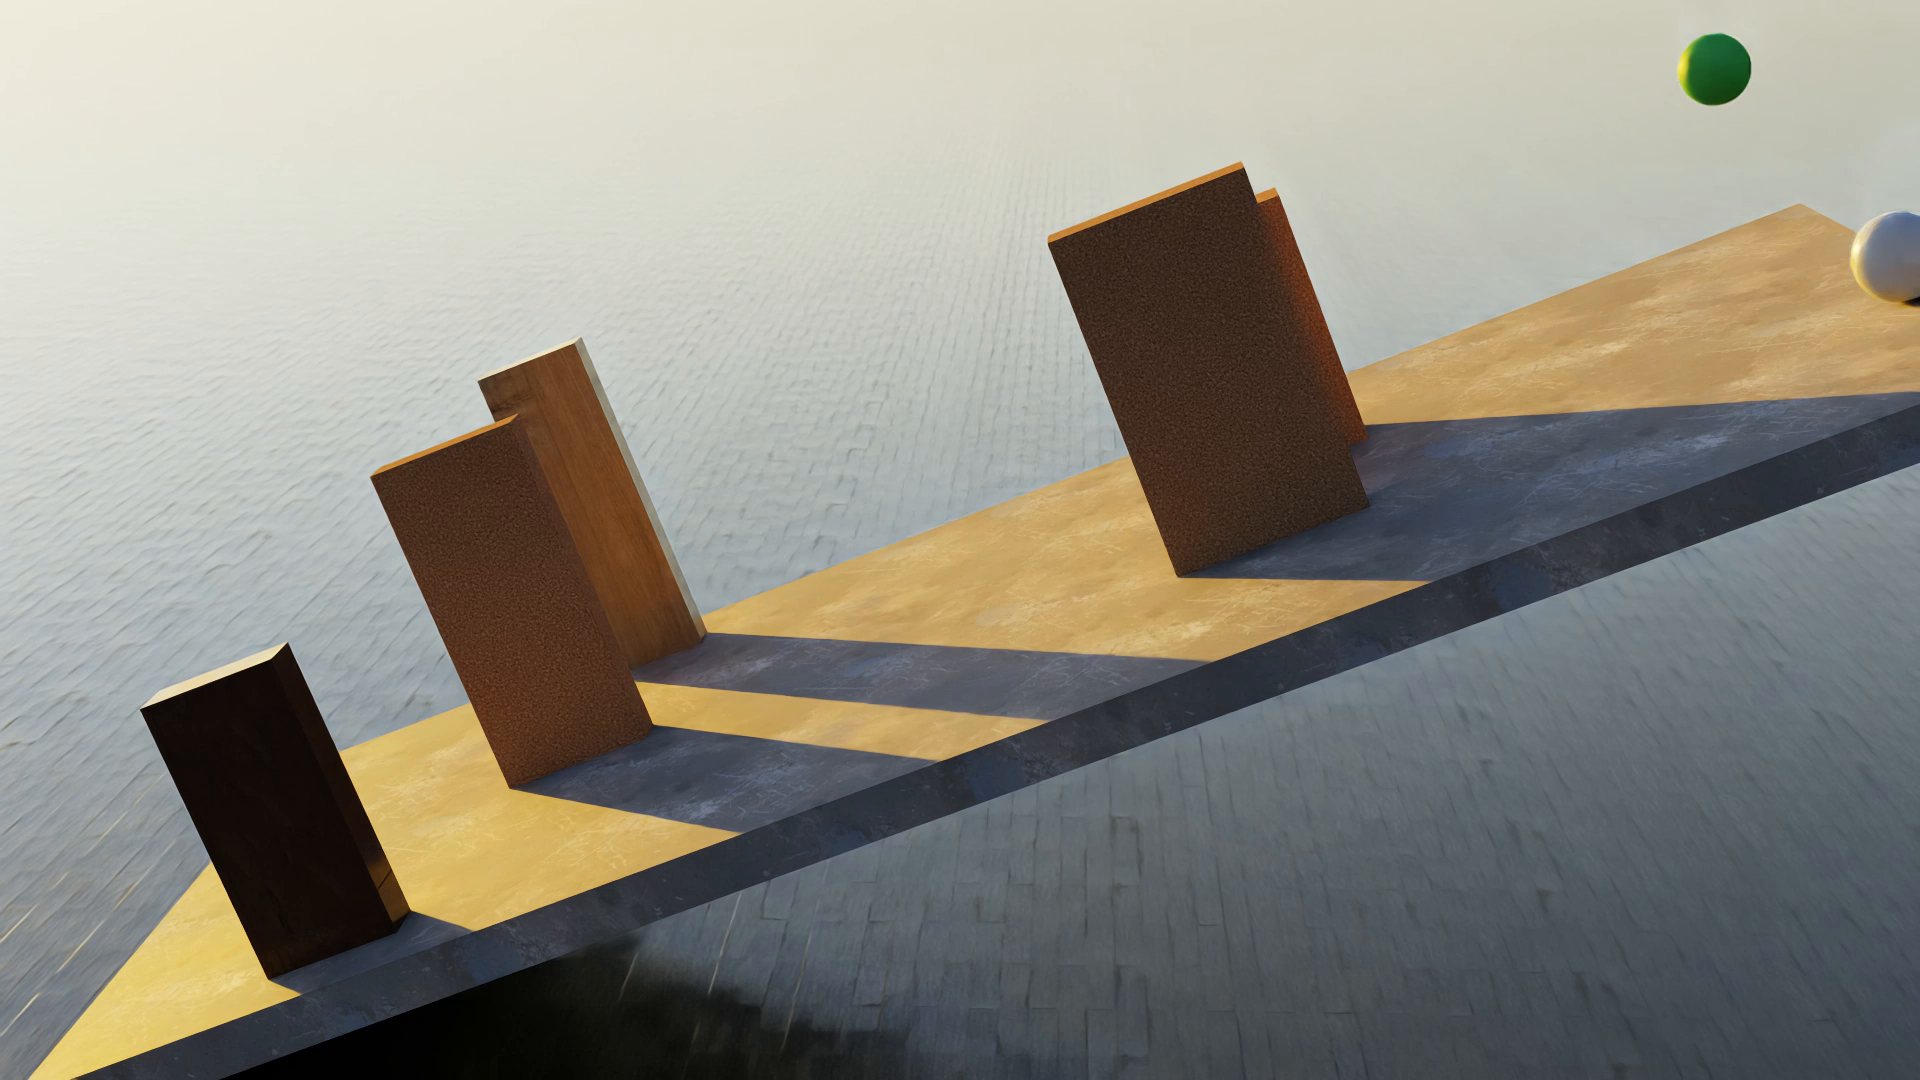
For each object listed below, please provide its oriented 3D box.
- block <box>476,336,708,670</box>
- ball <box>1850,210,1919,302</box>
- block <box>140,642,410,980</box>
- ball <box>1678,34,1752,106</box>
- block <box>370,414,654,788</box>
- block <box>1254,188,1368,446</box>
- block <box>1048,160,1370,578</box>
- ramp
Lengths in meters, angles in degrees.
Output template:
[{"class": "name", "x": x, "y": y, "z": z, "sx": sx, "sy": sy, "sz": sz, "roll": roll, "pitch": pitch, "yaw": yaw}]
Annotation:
[{"class": "block", "x": -0.875, "y": -0.075, "z": 7.033, "sx": 0.251, "sy": 0.781, "sz": 0.098, "roll": -21, "pitch": 12, "yaw": 7}, {"class": "ball", "x": 1.840, "y": -0.556, "z": 5.770, "sx": 0.178, "sy": 0.178, "sz": 0.178, "roll": 0, "pitch": 14, "yaw": 0}, {"class": "block", "x": -1.311, "y": 0.522, "z": 5.653, "sx": 0.275, "sy": 0.583, "sz": 0.121, "roll": -21, "pitch": 12, "yaw": 7}, {"class": "ball", "x": 1.447, "y": -0.902, "z": 5.639, "sx": 0.138, "sy": 0.138, "sz": 0.138, "roll": 0, "pitch": 14, "yaw": 0}, {"class": "block", "x": -0.963, "y": 0.135, "z": 6.347, "sx": 0.326, "sy": 0.744, "sz": 0.099, "roll": -21, "pitch": 12, "yaw": 7}, {"class": "block", "x": 0.594, "y": -0.424, "z": 6.461, "sx": 0.426, "sy": 0.570, "sz": 0.145, "roll": -21, "pitch": 12, "yaw": 7}, {"class": "block", "x": 0.497, "y": -0.337, "z": 5.871, "sx": 0.411, "sy": 0.725, "sz": 0.114, "roll": -21, "pitch": 12, "yaw": 7}, {"class": "ramp", "x": 0.122, "y": 0.174, "z": 6.292, "sx": 4.000, "sy": 0.100, "sz": 2.000, "roll": -21, "pitch": 12, "yaw": 7}]
